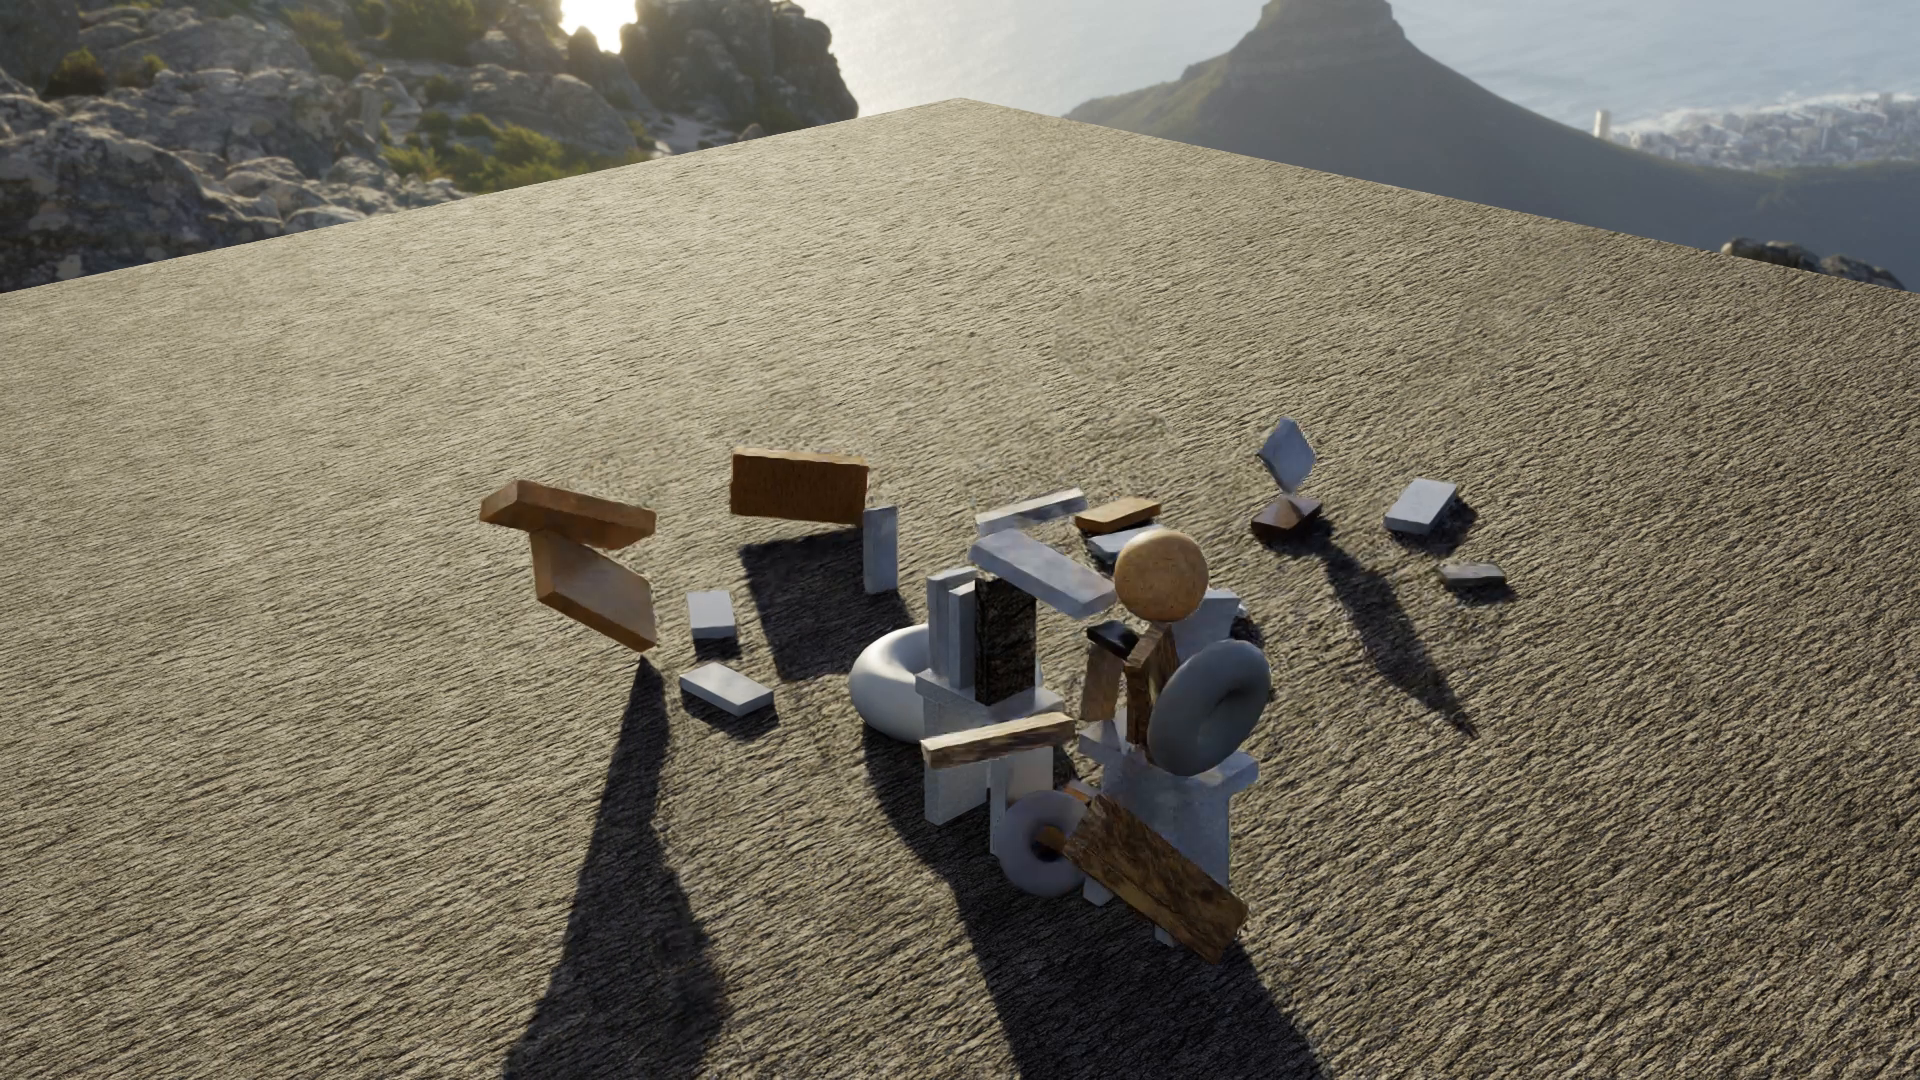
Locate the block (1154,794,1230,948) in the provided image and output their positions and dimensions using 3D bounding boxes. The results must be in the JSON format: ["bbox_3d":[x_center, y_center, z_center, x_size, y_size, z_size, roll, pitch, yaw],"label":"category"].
[{"bbox_3d":[0.423,0.579,4.001,0.150,0.301,0.043,-23,32,-36],"label":"block"}]

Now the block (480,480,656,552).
[{"bbox_3d":[-0.890,-0.054,5.003,0.353,0.050,0.176,14,-23,-36],"label":"block"}]

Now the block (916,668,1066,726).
[{"bbox_3d":[0.057,0.303,4.292,0.138,0.039,0.275,-21,31,-40],"label":"block"}]

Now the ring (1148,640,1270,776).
[{"bbox_3d":[0.433,0.291,3.817,0.268,0.268,0.089,-20,45,-39],"label":"ring"}]

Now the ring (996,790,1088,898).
[{"bbox_3d":[0.168,0.576,4.173,0.202,0.202,0.067,-1,-4,-3],"label":"ring"}]

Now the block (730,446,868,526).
[{"bbox_3d":[-0.424,-0.142,5.812,0.353,0.176,0.050,5,27,-2],"label":"block"}]

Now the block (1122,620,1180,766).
[{"bbox_3d":[0.352,0.273,3.890,0.034,0.239,0.120,10,44,31],"label":"block"}]

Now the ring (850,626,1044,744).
[{"bbox_3d":[-0.030,0.314,4.843,0.429,0.143,0.429,-1,23,0],"label":"ring"}]

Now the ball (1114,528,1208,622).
[{"bbox_3d":[0.368,0.066,4.024,0.173,0.173,0.173,0,23,0],"label":"ball"}]

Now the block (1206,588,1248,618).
[{"bbox_3d":[0.618,0.142,5.313,0.155,0.022,0.077,22,14,-4],"label":"block"}]

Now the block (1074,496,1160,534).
[{"bbox_3d":[0.421,-0.068,5.861,0.218,0.031,0.109,-19,23,-40],"label":"block"}]

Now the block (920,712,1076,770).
[{"bbox_3d":[0.062,0.329,3.614,0.239,0.034,0.120,-11,4,-8],"label":"block"}]

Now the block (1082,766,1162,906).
[{"bbox_3d":[0.311,0.528,4.127,0.043,0.301,0.150,26,34,31],"label":"block"}]

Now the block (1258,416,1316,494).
[{"bbox_3d":[0.873,-0.223,5.866,0.034,0.121,0.241,32,-7,31],"label":"block"}]

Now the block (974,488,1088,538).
[{"bbox_3d":[0.154,-0.060,4.827,0.241,0.034,0.121,-15,10,-1],"label":"block"}]

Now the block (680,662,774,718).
[{"bbox_3d":[-0.524,0.334,4.936,0.205,0.029,0.103,21,31,40],"label":"block"}]

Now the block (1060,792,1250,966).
[{"bbox_3d":[0.342,0.585,3.750,0.034,0.120,0.583,28,-9,39],"label":"block"}]

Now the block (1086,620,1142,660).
[{"bbox_3d":[0.306,0.190,3.991,0.073,0.021,0.146,-11,29,-38],"label":"block"}]

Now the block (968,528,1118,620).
[{"bbox_3d":[0.157,0.061,4.114,0.259,0.037,0.130,29,28,27],"label":"block"}]

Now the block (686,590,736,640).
[{"bbox_3d":[-0.601,0.179,5.302,0.103,0.029,0.205,-4,23,-9],"label":"block"}]

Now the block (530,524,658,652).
[{"bbox_3d":[-0.836,0.114,5.031,0.050,0.367,0.176,-27,57,21],"label":"block"}]

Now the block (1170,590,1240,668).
[{"bbox_3d":[0.420,0.298,4.258,0.130,0.433,0.037,-1,26,-40],"label":"block"}]

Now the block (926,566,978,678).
[{"bbox_3d":[-0.012,0.161,4.310,0.101,0.203,0.029,-15,21,-34],"label":"block"}]

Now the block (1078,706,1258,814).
[{"bbox_3d":[0.376,0.392,3.995,0.150,0.043,0.301,-25,34,-38],"label":"block"}]

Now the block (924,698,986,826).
[{"bbox_3d":[-0.009,0.422,4.413,0.138,0.275,0.039,-21,31,-41],"label":"block"}]

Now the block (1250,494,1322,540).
[{"bbox_3d":[0.872,-0.062,5.867,0.109,0.031,0.218,13,26,29],"label":"block"}]

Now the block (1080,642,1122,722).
[{"bbox_3d":[0.262,0.259,4.043,0.073,0.146,0.021,-3,15,-44],"label":"block"}]

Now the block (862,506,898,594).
[{"bbox_3d":[-0.196,0.023,5.420,0.029,0.205,0.103,4,9,34],"label":"block"}]

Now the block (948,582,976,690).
[{"bbox_3d":[0.025,0.182,4.268,0.101,0.202,0.029,-21,30,-40],"label":"block"}]

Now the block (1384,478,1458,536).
[{"bbox_3d":[1.245,-0.091,5.932,0.121,0.034,0.313,11,25,24],"label":"block"}]

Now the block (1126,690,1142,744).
[{"bbox_3d":[0.335,0.291,3.982,0.073,0.146,0.021,-18,27,-40],"label":"block"}]

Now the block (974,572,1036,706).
[{"bbox_3d":[0.087,0.176,4.209,0.130,0.259,0.037,-21,30,-40],"label":"block"}]

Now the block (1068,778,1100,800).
[{"bbox_3d":[0.275,0.503,4.297,0.123,0.017,0.062,22,-8,38],"label":"block"}]

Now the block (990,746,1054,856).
[{"bbox_3d":[0.121,0.473,4.294,0.039,0.275,0.138,21,31,41],"label":"block"}]

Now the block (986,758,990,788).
[{"bbox_3d":[0.077,0.466,4.564,0.155,0.077,0.022,-19,29,-37],"label":"block"}]

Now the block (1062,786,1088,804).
[{"bbox_3d":[0.202,0.546,4.302,0.017,0.123,0.062,22,-8,41],"label":"block"}]

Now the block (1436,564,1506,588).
[{"bbox_3d":[1.280,0.088,5.516,0.155,0.022,0.077,-3,24,-12],"label":"block"}]

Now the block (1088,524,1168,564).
[{"bbox_3d":[0.453,0.009,5.700,0.218,0.031,0.109,-11,25,-24],"label":"block"}]
